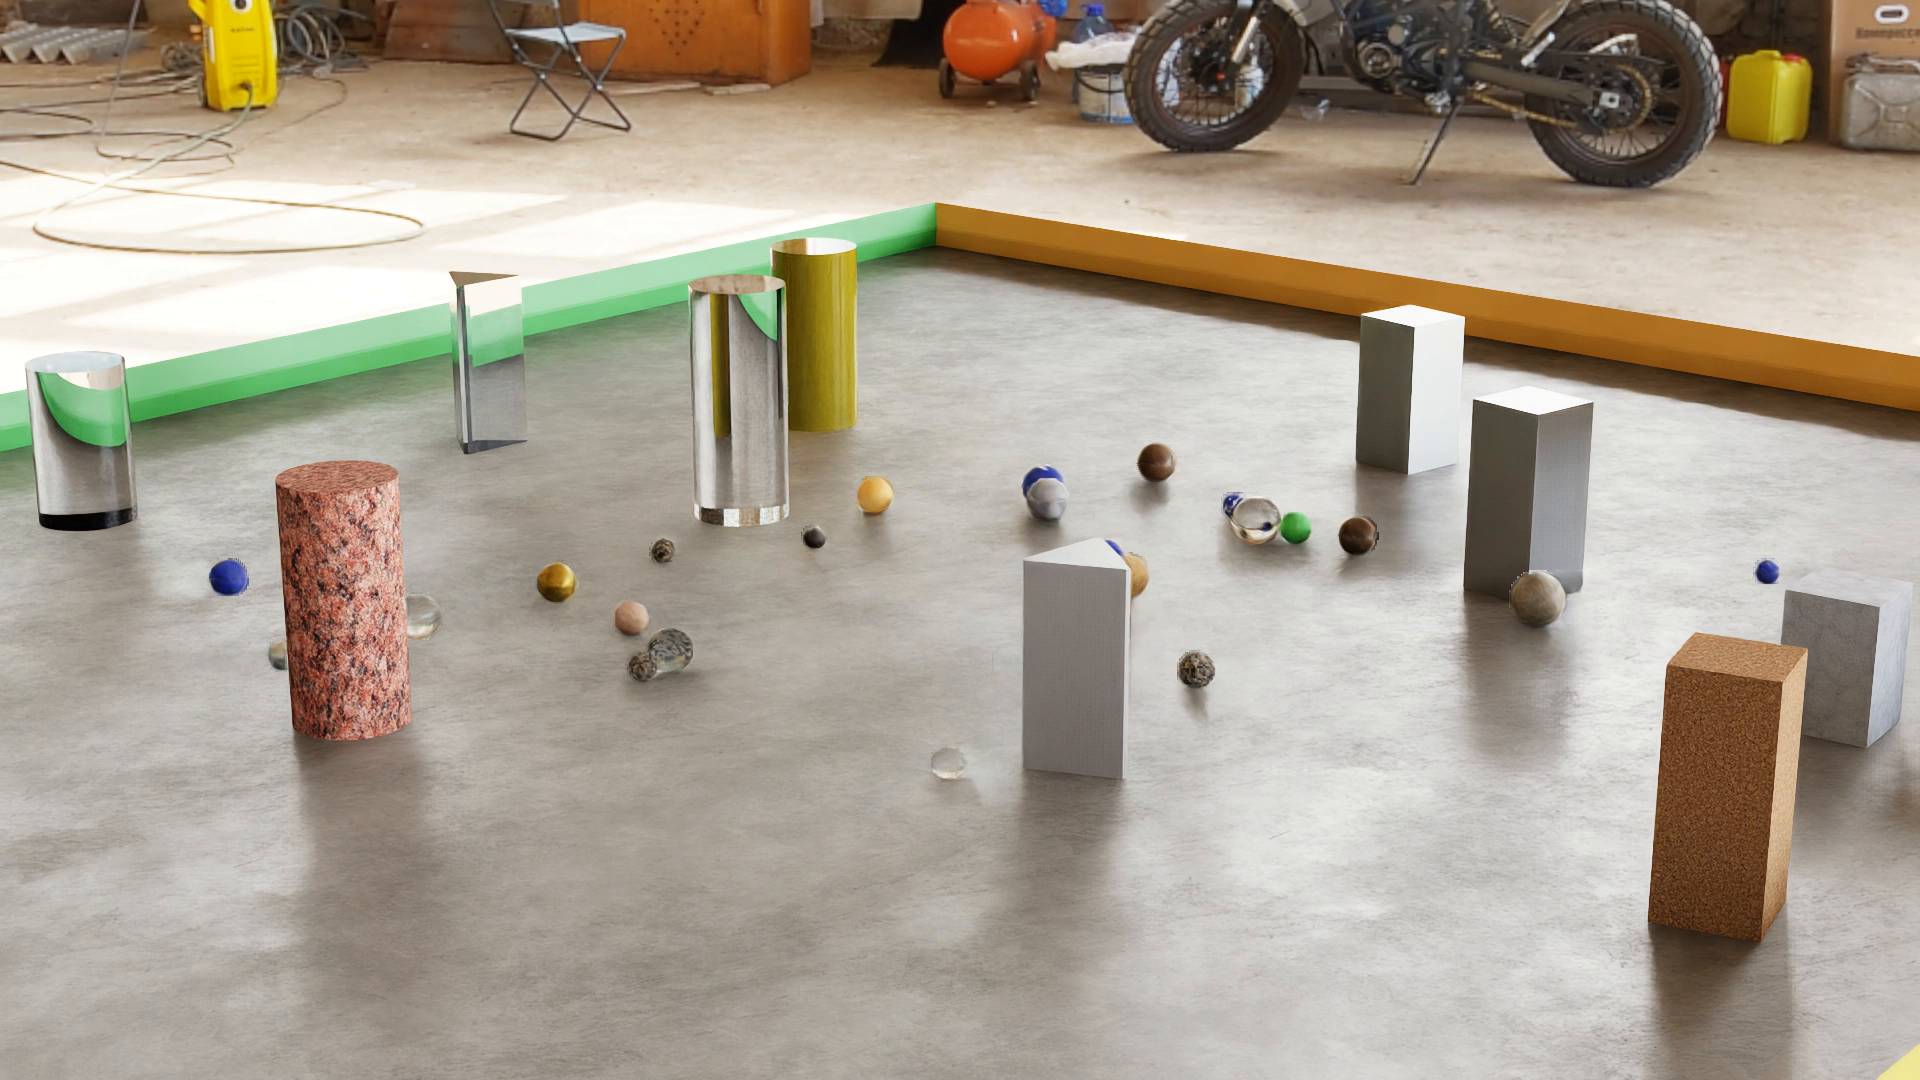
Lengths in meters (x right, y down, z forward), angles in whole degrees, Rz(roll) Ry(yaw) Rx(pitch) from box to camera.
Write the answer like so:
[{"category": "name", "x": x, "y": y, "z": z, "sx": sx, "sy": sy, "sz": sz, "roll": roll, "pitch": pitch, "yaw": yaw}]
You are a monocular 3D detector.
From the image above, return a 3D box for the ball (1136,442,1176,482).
[{"category": "ball", "x": 0.389, "y": -0.154, "z": 5.798, "sx": 0.079, "sy": 0.079, "sz": 0.079, "roll": 0, "pitch": 17, "yaw": 0}]

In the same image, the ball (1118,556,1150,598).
[{"category": "ball", "x": 0.292, "y": 0.063, "z": 5.093, "sx": 0.073, "sy": 0.073, "sz": 0.073, "roll": 0, "pitch": 17, "yaw": 0}]

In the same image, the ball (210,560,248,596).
[{"category": "ball", "x": -1.273, "y": 0.065, "z": 5.100, "sx": 0.064, "sy": 0.064, "sz": 0.064, "roll": 0, "pitch": 17, "yaw": 0}]

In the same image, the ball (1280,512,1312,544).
[{"category": "ball", "x": 0.619, "y": -0.023, "z": 5.400, "sx": 0.059, "sy": 0.059, "sz": 0.059, "roll": 0, "pitch": 17, "yaw": 0}]

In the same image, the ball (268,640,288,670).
[{"category": "ball", "x": -1.092, "y": 0.186, "z": 4.727, "sx": 0.049, "sy": 0.049, "sz": 0.049, "roll": 0, "pitch": 17, "yaw": 0}]

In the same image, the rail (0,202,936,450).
[{"category": "rail", "x": -1.567, "y": -0.365, "z": 6.423, "sx": 0.045, "sy": 0.118, "sz": 4.627, "roll": 14, "pitch": 22, "yaw": 39}]

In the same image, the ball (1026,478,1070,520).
[{"category": "ball", "x": 0.167, "y": -0.078, "z": 5.545, "sx": 0.080, "sy": 0.080, "sz": 0.080, "roll": 0, "pitch": 17, "yaw": 0}]

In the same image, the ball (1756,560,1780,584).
[{"category": "ball", "x": 1.422, "y": 0.057, "z": 5.165, "sx": 0.043, "sy": 0.043, "sz": 0.043, "roll": 0, "pitch": 17, "yaw": 0}]

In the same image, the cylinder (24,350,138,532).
[{"category": "cylinder", "x": -1.654, "y": -0.188, "z": 5.522, "sx": 0.182, "sy": 0.304, "sz": 0.182, "roll": 0, "pitch": 17, "yaw": 0}]

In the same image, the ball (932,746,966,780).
[{"category": "ball", "x": -0.016, "y": 0.325, "z": 4.266, "sx": 0.051, "sy": 0.051, "sz": 0.051, "roll": 0, "pitch": 17, "yaw": 0}]

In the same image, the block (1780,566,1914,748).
[{"category": "block", "x": 1.344, "y": 0.176, "z": 4.461, "sx": 0.145, "sy": 0.223, "sz": 0.145, "roll": 12, "pitch": 21, "yaw": 34}]

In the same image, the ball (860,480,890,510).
[{"category": "ball", "x": -0.162, "y": -0.085, "z": 5.589, "sx": 0.057, "sy": 0.057, "sz": 0.057, "roll": 0, "pitch": 17, "yaw": 0}]

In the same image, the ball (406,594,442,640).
[{"category": "ball", "x": -0.901, "y": 0.127, "z": 4.874, "sx": 0.077, "sy": 0.077, "sz": 0.077, "roll": 0, "pitch": 17, "yaw": 0}]

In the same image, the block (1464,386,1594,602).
[{"category": "block", "x": 0.986, "y": -0.078, "z": 5.093, "sx": 0.145, "sy": 0.341, "sz": 0.145, "roll": -13, "pitch": 21, "yaw": -37}]

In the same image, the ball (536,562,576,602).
[{"category": "ball", "x": -0.697, "y": 0.074, "z": 5.065, "sx": 0.068, "sy": 0.068, "sz": 0.068, "roll": 0, "pitch": 17, "yaw": 0}]

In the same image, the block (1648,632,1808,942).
[{"category": "block", "x": 0.988, "y": 0.316, "z": 3.775, "sx": 0.145, "sy": 0.352, "sz": 0.145, "roll": 9, "pitch": 19, "yaw": 26}]

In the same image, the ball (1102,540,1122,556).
[{"category": "ball", "x": 0.261, "y": 0.028, "z": 5.231, "sx": 0.059, "sy": 0.059, "sz": 0.059, "roll": 0, "pitch": 17, "yaw": 0}]

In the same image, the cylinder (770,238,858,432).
[{"category": "cylinder", "x": -0.308, "y": -0.436, "z": 6.210, "sx": 0.182, "sy": 0.379, "sz": 0.182, "roll": 0, "pitch": 17, "yaw": 0}]

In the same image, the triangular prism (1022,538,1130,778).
[{"category": "triangular prism", "x": 0.186, "y": 0.169, "z": 4.316, "sx": 0.157, "sy": 0.320, "sz": 0.136, "roll": 5, "pitch": 18, "yaw": 16}]

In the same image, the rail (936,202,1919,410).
[{"category": "rail", "x": 1.501, "y": -0.472, "z": 6.776, "sx": 4.197, "sy": 0.118, "sz": 0.045, "roll": 14, "pitch": 22, "yaw": 39}]

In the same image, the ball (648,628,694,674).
[{"category": "ball", "x": -0.466, "y": 0.177, "z": 4.714, "sx": 0.074, "sy": 0.074, "sz": 0.074, "roll": 0, "pitch": 17, "yaw": 0}]

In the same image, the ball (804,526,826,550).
[{"category": "ball", "x": -0.266, "y": -0.004, "z": 5.368, "sx": 0.042, "sy": 0.042, "sz": 0.042, "roll": 0, "pitch": 17, "yaw": 0}]

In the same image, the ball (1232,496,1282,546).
[{"category": "ball", "x": 0.544, "y": -0.036, "z": 5.388, "sx": 0.091, "sy": 0.091, "sz": 0.091, "roll": 0, "pitch": 17, "yaw": 0}]

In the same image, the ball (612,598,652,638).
[{"category": "ball", "x": -0.548, "y": 0.131, "z": 4.896, "sx": 0.069, "sy": 0.069, "sz": 0.069, "roll": 0, "pitch": 17, "yaw": 0}]

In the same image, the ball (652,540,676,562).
[{"category": "ball", "x": -0.535, "y": 0.020, "z": 5.287, "sx": 0.043, "sy": 0.043, "sz": 0.043, "roll": 0, "pitch": 17, "yaw": 0}]

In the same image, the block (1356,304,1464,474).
[{"category": "block", "x": 0.906, "y": -0.304, "z": 5.910, "sx": 0.145, "sy": 0.302, "sz": 0.145, "roll": -13, "pitch": 21, "yaw": -37}]

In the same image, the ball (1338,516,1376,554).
[{"category": "ball", "x": 0.722, "y": -0.008, "z": 5.332, "sx": 0.069, "sy": 0.069, "sz": 0.069, "roll": 0, "pitch": 17, "yaw": 0}]

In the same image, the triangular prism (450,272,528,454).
[{"category": "triangular prism", "x": -1.004, "y": -0.373, "z": 6.053, "sx": 0.136, "sy": 0.350, "sz": 0.157, "roll": 16, "pitch": 23, "yaw": 42}]

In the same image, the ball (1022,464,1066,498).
[{"category": "ball", "x": 0.160, "y": -0.103, "z": 5.622, "sx": 0.083, "sy": 0.083, "sz": 0.083, "roll": 0, "pitch": 17, "yaw": 0}]

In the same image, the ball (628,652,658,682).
[{"category": "ball", "x": -0.505, "y": 0.202, "z": 4.675, "sx": 0.048, "sy": 0.048, "sz": 0.048, "roll": 0, "pitch": 17, "yaw": 0}]

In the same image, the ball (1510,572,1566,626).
[{"category": "ball", "x": 0.974, "y": 0.100, "z": 4.940, "sx": 0.091, "sy": 0.091, "sz": 0.091, "roll": 0, "pitch": 17, "yaw": 0}]

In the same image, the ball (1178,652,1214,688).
[{"category": "ball", "x": 0.375, "y": 0.207, "z": 4.645, "sx": 0.057, "sy": 0.057, "sz": 0.057, "roll": 0, "pitch": 17, "yaw": 0}]

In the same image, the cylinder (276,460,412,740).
[{"category": "cylinder", "x": -0.935, "y": 0.090, "z": 4.458, "sx": 0.182, "sy": 0.389, "sz": 0.182, "roll": 0, "pitch": 17, "yaw": 0}]

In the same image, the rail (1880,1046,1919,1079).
[{"category": "rail", "x": 1.567, "y": 0.424, "z": 3.820, "sx": 0.045, "sy": 0.118, "sz": 4.627, "roll": 14, "pitch": 22, "yaw": 39}]

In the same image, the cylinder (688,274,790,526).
[{"category": "cylinder", "x": -0.416, "y": -0.264, "z": 5.531, "sx": 0.182, "sy": 0.445, "sz": 0.182, "roll": 0, "pitch": 17, "yaw": 0}]

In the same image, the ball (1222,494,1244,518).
[{"category": "ball", "x": 0.521, "y": -0.064, "z": 5.556, "sx": 0.048, "sy": 0.048, "sz": 0.048, "roll": 0, "pitch": 17, "yaw": 0}]
